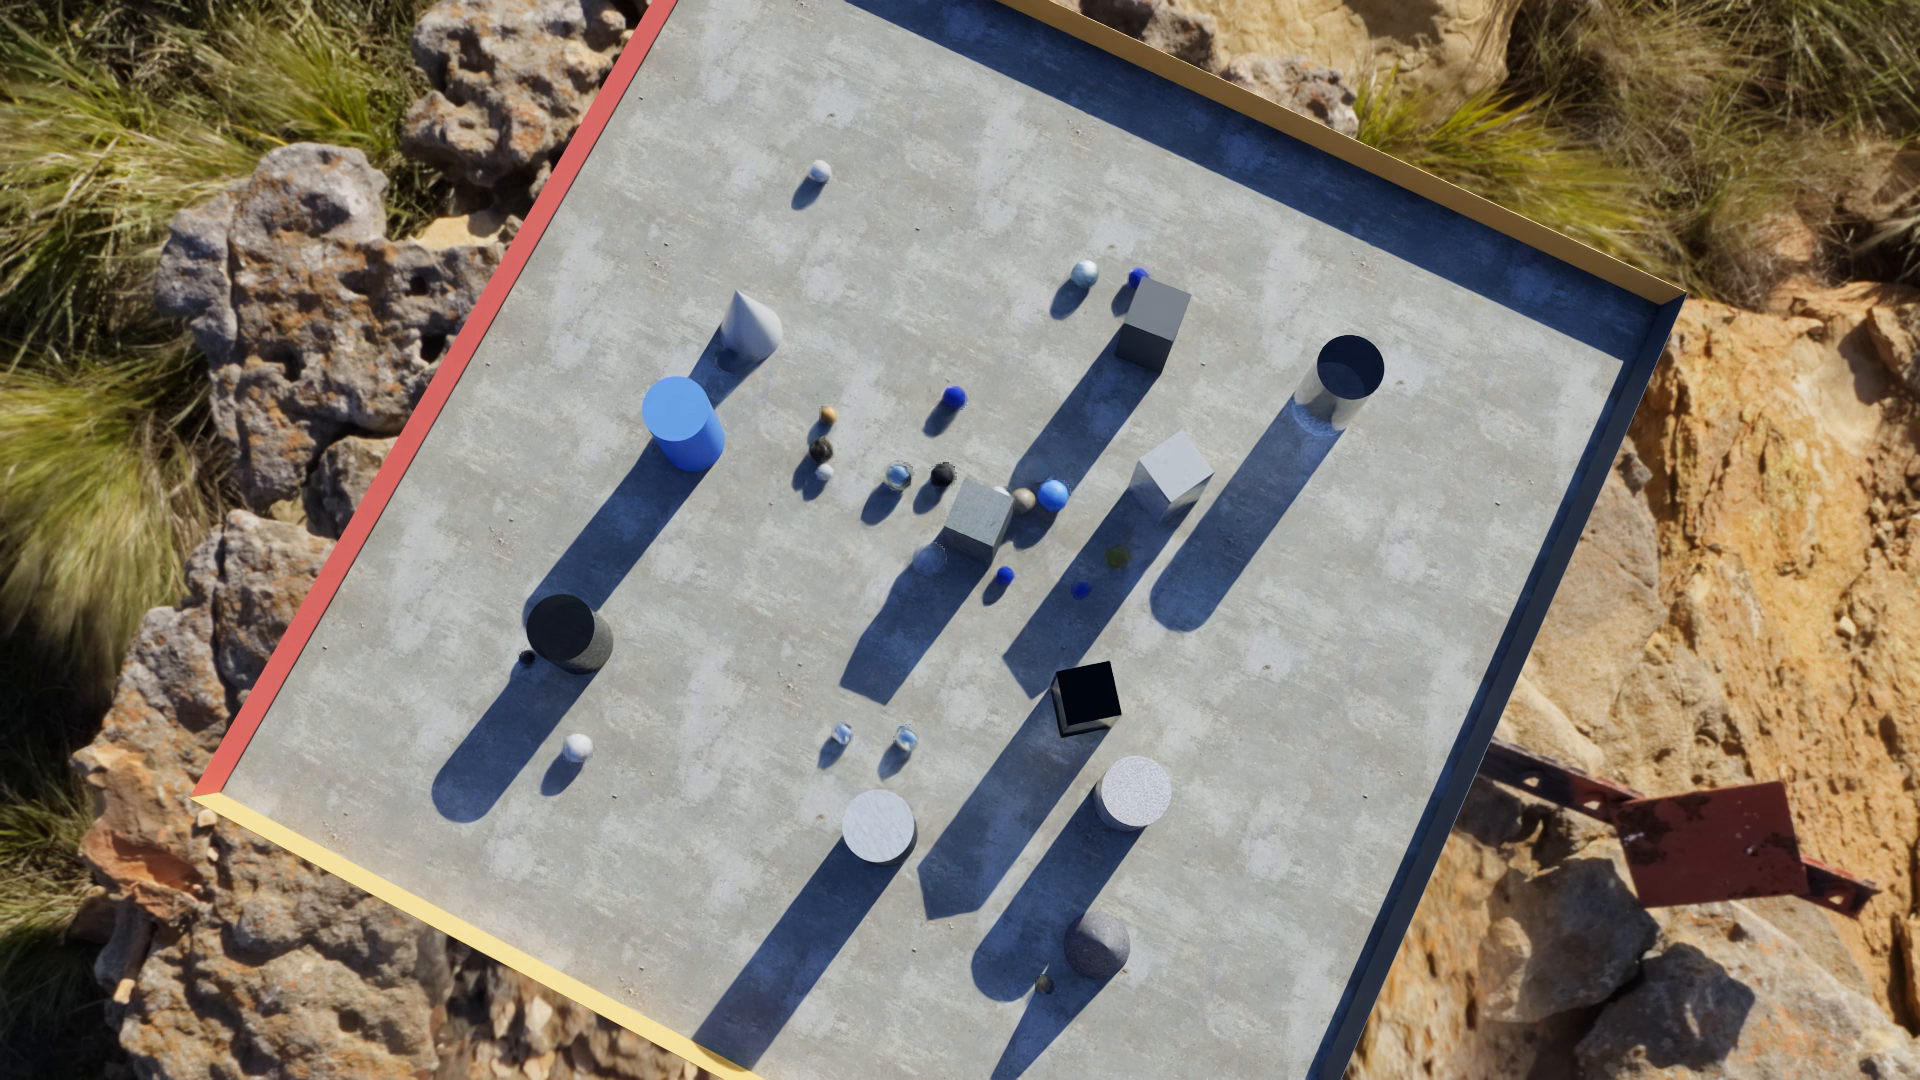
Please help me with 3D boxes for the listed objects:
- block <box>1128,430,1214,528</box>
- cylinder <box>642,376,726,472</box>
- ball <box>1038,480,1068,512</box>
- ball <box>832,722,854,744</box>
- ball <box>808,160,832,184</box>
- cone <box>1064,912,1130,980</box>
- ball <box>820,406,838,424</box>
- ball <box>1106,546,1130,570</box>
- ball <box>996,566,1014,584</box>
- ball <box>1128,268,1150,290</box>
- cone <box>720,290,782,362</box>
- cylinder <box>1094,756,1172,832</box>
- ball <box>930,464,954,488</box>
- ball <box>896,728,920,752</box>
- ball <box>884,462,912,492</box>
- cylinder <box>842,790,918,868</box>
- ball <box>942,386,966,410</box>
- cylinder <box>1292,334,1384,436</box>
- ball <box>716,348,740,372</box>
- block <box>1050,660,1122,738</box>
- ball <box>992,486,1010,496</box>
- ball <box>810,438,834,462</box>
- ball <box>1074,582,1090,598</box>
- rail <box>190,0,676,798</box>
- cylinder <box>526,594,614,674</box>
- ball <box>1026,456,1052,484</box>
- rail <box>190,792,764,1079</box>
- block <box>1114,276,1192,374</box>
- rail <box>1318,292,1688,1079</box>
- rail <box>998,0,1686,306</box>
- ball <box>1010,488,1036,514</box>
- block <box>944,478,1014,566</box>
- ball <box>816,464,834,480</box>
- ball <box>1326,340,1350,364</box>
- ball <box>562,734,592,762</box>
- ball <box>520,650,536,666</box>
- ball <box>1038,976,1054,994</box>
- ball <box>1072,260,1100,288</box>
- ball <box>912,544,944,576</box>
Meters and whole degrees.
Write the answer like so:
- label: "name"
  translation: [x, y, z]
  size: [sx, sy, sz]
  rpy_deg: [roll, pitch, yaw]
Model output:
- label: "block"
  translation: [0.626, -0.179, 5.473]
  size: [0.157, 0.354, 0.157]
  rpy_deg: [-34, 80, -7]
- label: "cylinder"
  translation: [-0.826, -0.345, 5.501]
  size: [0.196, 0.365, 0.196]
  rpy_deg: [0, 78, 0]
- label: "ball"
  translation: [0.284, -0.134, 5.595]
  size: [0.096, 0.096, 0.096]
  rpy_deg: [0, 78, 0]
- label: "ball"
  translation: [-0.347, 0.577, 5.464]
  size: [0.064, 0.064, 0.064]
  rpy_deg: [0, 78, 0]
- label: "ball"
  translation: [-0.445, -1.170, 5.822]
  size: [0.072, 0.072, 0.072]
  rpy_deg: [0, 78, 0]
- label: "cone"
  translation: [0.401, 1.150, 5.189]
  size: [0.196, 0.371, 0.196]
  rpy_deg: [0, 78, 0]
- label: "ball"
  translation: [-0.405, -0.385, 5.668]
  size: [0.055, 0.055, 0.055]
  rpy_deg: [0, 78, 0]
- label: "ball"
  translation: [0.481, 0.053, 5.568]
  size: [0.074, 0.074, 0.074]
  rpy_deg: [0, 78, 0]
- label: "ball"
  translation: [0.138, 0.108, 5.566]
  size: [0.056, 0.056, 0.056]
  rpy_deg: [0, 78, 0]
- label: "ball"
  translation: [0.561, -0.818, 5.751]
  size: [0.067, 0.067, 0.067]
  rpy_deg: [0, 78, 0]
- label: "cone"
  translation: [-0.656, -0.693, 5.558]
  size: [0.196, 0.396, 0.196]
  rpy_deg: [0, 78, 0]
- label: "cylinder"
  translation: [0.495, 0.736, 5.297]
  size: [0.196, 0.328, 0.196]
  rpy_deg: [0, 78, 0]
- label: "ball"
  translation: [-0.053, -0.198, 5.621]
  size: [0.072, 0.072, 0.072]
  rpy_deg: [0, 78, 0]
- label: "ball"
  translation: [-0.155, 0.593, 5.457]
  size: [0.072, 0.072, 0.072]
  rpy_deg: [0, 78, 0]
- label: "ball"
  translation: [-0.189, -0.193, 5.612]
  size: [0.088, 0.088, 0.088]
  rpy_deg: [0, 78, 0]
- label: "cylinder"
  translation: [-0.223, 0.824, 5.207]
  size: [0.196, 0.468, 0.196]
  rpy_deg: [0, 78, 0]
- label: "ball"
  translation: [-0.017, -0.442, 5.670]
  size: [0.074, 0.074, 0.074]
  rpy_deg: [0, 78, 0]
- label: "cylinder"
  translation: [1.130, -0.459, 5.502]
  size: [0.196, 0.410, 0.196]
  rpy_deg: [0, 78, 0]
- label: "ball"
  translation: [-0.717, -0.555, 5.660]
  size: [0.071, 0.071, 0.071]
  rpy_deg: [0, 78, 0]
- label: "block"
  translation: [0.363, 0.467, 5.337]
  size: [0.157, 0.358, 0.157]
  rpy_deg: [-11, 79, -2]
- label: "ball"
  translation: [0.115, -0.128, 5.606]
  size: [0.072, 0.072, 0.072]
  rpy_deg: [0, 78, 0]
- label: "ball"
  translation: [-0.425, -0.276, 5.636]
  size: [0.074, 0.074, 0.074]
  rpy_deg: [0, 78, 0]
- label: "ball"
  translation: [0.370, 0.151, 5.559]
  size: [0.052, 0.052, 0.052]
  rpy_deg: [0, 78, 0]
- label: "rail"
  translation: [-1.465, -0.710, 5.698]
  size: [0.045, 0.127, 3.391]
  rpy_deg: [26, 80, 5]
- label: "cylinder"
  translation: [-1.147, 0.281, 5.407]
  size: [0.196, 0.296, 0.196]
  rpy_deg: [0, 78, 0]
- label: "ball"
  translation: [0.240, -0.215, 5.620]
  size: [0.080, 0.080, 0.080]
  rpy_deg: [0, 78, 0]
- label: "rail"
  translation: [-0.748, 1.471, 5.246]
  size: [3.322, 0.127, 0.045]
  rpy_deg: [26, 80, 5]
- label: "block"
  translation: [0.585, -0.652, 5.583]
  size: [0.157, 0.331, 0.157]
  rpy_deg: [22, 79, 4]
- label: "rail"
  translation: [1.465, 0.724, 5.401]
  size: [0.045, 0.127, 3.391]
  rpy_deg: [26, 80, 5]
- label: "rail"
  translation: [0.748, -1.458, 5.852]
  size: [3.322, 0.127, 0.045]
  rpy_deg: [26, 80, 5]
- label: "ball"
  translation: [0.192, -0.118, 5.599]
  size: [0.082, 0.082, 0.082]
  rpy_deg: [0, 78, 0]
- label: "block"
  translation: [0.055, -0.053, 5.480]
  size: [0.157, 0.288, 0.157]
  rpy_deg: [23, 79, 5]
- label: "ball"
  translation: [-0.416, -0.208, 5.632]
  size: [0.053, 0.053, 0.053]
  rpy_deg: [0, 78, 0]
- label: "ball"
  translation: [1.175, -0.586, 5.701]
  size: [0.071, 0.071, 0.071]
  rpy_deg: [0, 78, 0]
- label: "ball"
  translation: [-1.137, 0.618, 5.444]
  size: [0.087, 0.087, 0.087]
  rpy_deg: [0, 78, 0]
- label: "ball"
  translation: [-1.304, 0.353, 5.519]
  size: [0.047, 0.047, 0.047]
  rpy_deg: [0, 78, 0]
- label: "ball"
  translation: [0.250, 1.295, 5.322]
  size: [0.052, 0.052, 0.052]
  rpy_deg: [0, 78, 0]
- label: "ball"
  translation: [0.393, -0.835, 5.745]
  size: [0.086, 0.086, 0.086]
  rpy_deg: [0, 78, 0]
- label: "ball"
  translation: [-0.096, 0.059, 5.554]
  size: [0.098, 0.098, 0.098]
  rpy_deg: [0, 78, 0]
